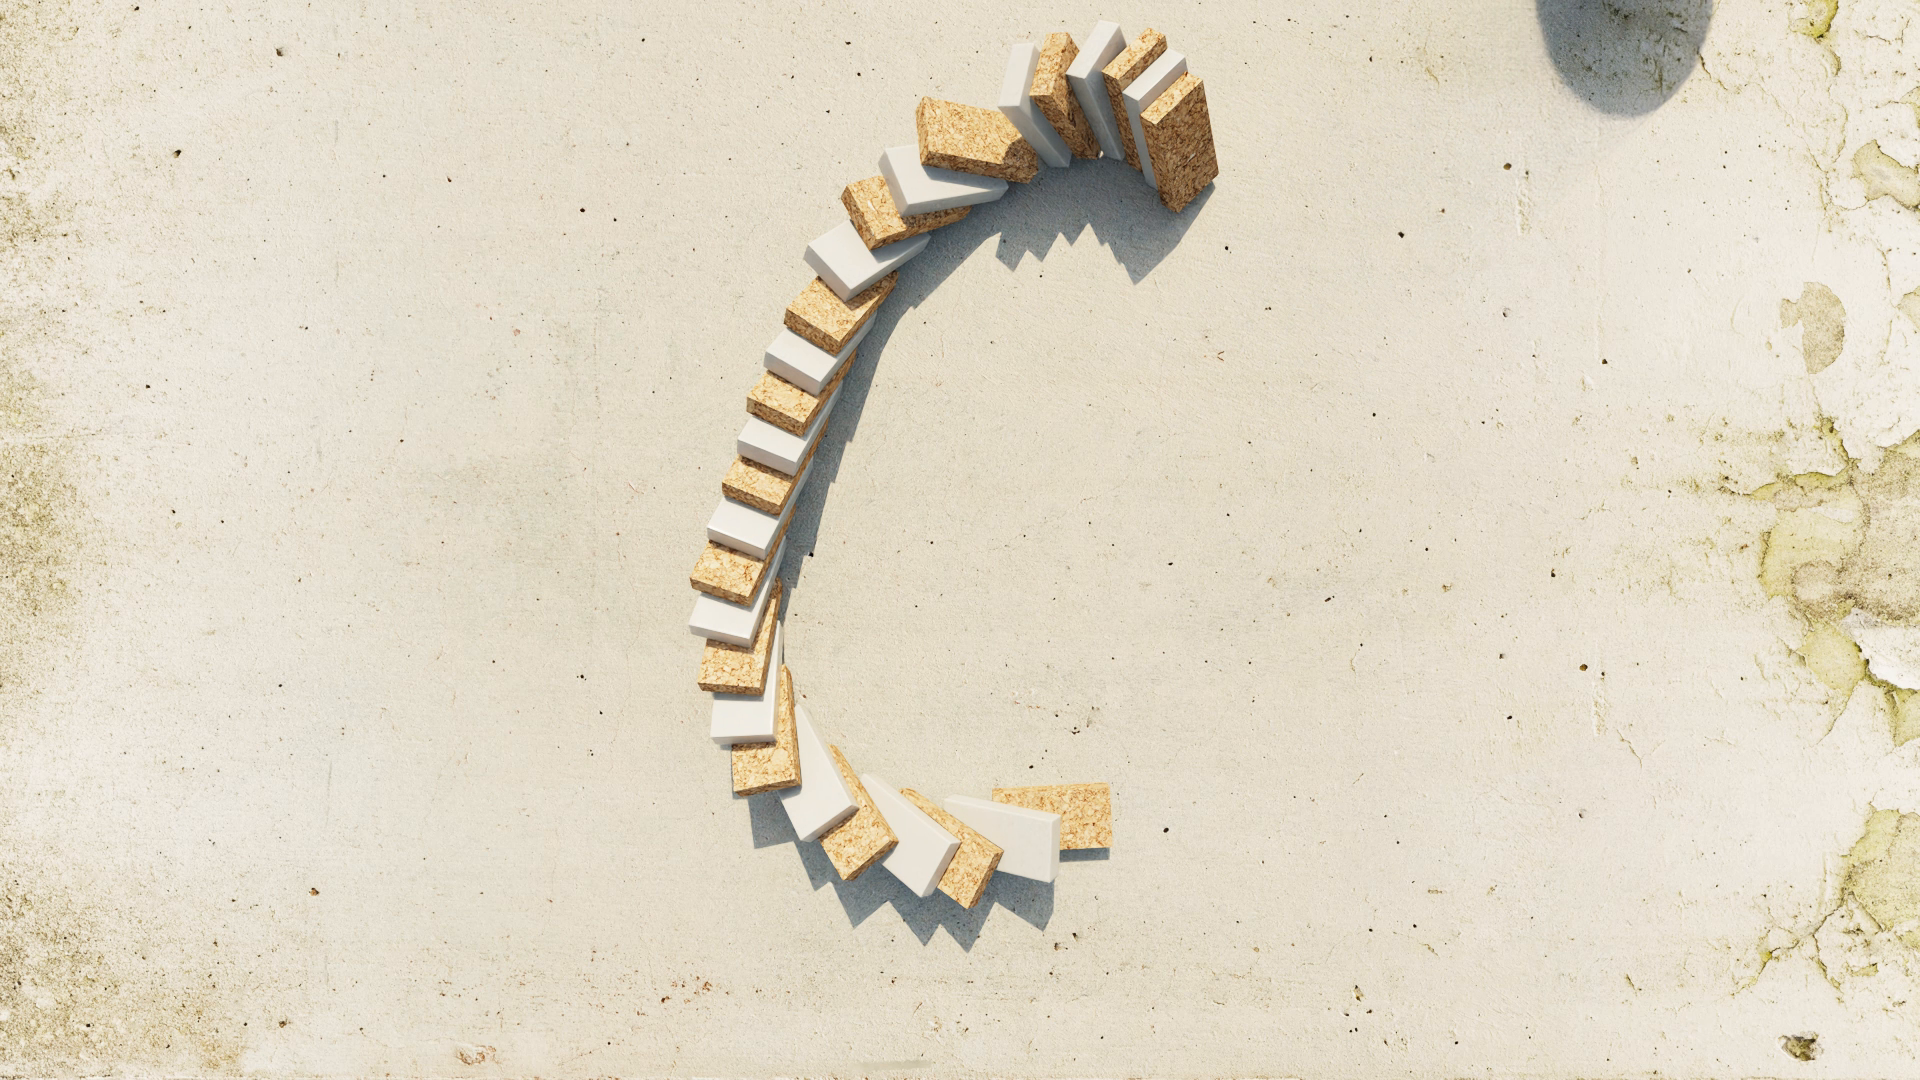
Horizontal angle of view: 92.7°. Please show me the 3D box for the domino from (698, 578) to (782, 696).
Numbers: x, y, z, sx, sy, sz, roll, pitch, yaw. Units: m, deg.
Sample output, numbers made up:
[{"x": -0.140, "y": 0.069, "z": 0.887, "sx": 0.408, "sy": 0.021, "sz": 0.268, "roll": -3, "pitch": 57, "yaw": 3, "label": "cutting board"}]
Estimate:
[{"x": -0.091, "y": 0.039, "z": 0.383, "sx": 0.025, "sy": 0.010, "sz": 0.050, "roll": 4, "pitch": 59, "yaw": 0, "label": "domino"}]

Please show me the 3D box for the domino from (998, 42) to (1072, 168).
[{"x": 0.034, "y": -0.177, "z": 0.376, "sx": 0.009, "sy": 0.050, "sz": 0.025, "roll": 14, "pitch": 90, "yaw": 30, "label": "domino"}]

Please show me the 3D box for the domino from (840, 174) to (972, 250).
[{"x": -0.022, "y": -0.141, "z": 0.384, "sx": 0.050, "sy": 0.009, "sz": 0.025, "roll": -29, "pitch": 90, "yaw": -28, "label": "domino"}]

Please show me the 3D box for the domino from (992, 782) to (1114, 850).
[{"x": 0.040, "y": 0.120, "z": 0.395, "sx": 0.050, "sy": 0.010, "sz": 0.025, "roll": -3, "pitch": 90, "yaw": 0, "label": "domino"}]

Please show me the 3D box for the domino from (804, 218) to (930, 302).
[{"x": -0.038, "y": -0.122, "z": 0.383, "sx": 0.025, "sy": 0.009, "sz": 0.050, "roll": 47, "pitch": 60, "yaw": 0, "label": "domino"}]

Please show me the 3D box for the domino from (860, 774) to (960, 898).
[{"x": -0.026, "y": 0.122, "z": 0.382, "sx": 0.050, "sy": 0.010, "sz": 0.025, "roll": 30, "pitch": 92, "yaw": 31, "label": "domino"}]

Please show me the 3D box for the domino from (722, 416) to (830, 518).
[{"x": -0.076, "y": -0.036, "z": 0.383, "sx": 0.025, "sy": 0.009, "sz": 0.050, "roll": 22, "pitch": 59, "yaw": 0, "label": "domino"}]

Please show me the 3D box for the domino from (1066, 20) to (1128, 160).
[{"x": 0.062, "y": -0.183, "z": 0.376, "sx": 0.010, "sy": 0.050, "sz": 0.025, "roll": 33, "pitch": 90, "yaw": 31, "label": "domino"}]

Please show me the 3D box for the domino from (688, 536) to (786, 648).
[{"x": -0.092, "y": 0.018, "z": 0.383, "sx": 0.025, "sy": 0.010, "sz": 0.050, "roll": 13, "pitch": 59, "yaw": 0, "label": "domino"}]

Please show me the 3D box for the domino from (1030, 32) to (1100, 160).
[{"x": 0.046, "y": -0.181, "z": 0.376, "sx": 0.010, "sy": 0.050, "sz": 0.025, "roll": 15, "pitch": 90, "yaw": 30, "label": "domino"}]

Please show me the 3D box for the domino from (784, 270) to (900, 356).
[{"x": -0.049, "y": -0.101, "z": 0.382, "sx": 0.025, "sy": 0.010, "sz": 0.050, "roll": 32, "pitch": 56, "yaw": 0, "label": "domino"}]

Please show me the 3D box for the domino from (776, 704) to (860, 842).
[{"x": -0.065, "y": 0.097, "z": 0.384, "sx": 0.025, "sy": 0.010, "sz": 0.050, "roll": -35, "pitch": 62, "yaw": 0, "label": "domino"}]

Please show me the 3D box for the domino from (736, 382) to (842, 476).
[{"x": -0.070, "y": -0.052, "z": 0.381, "sx": 0.025, "sy": 0.010, "sz": 0.050, "roll": 22, "pitch": 54, "yaw": 0, "label": "domino"}]

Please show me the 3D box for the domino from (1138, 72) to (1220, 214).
[{"x": 0.091, "y": -0.162, "z": 0.376, "sx": 0.025, "sy": 0.050, "sz": 0.010, "roll": -43, "pitch": 58, "yaw": 0, "label": "domino"}]

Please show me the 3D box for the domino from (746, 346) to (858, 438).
[{"x": -0.065, "y": -0.067, "z": 0.381, "sx": 0.025, "sy": 0.010, "sz": 0.050, "roll": 25, "pitch": 54, "yaw": 2, "label": "domino"}]

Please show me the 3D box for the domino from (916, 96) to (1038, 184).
[{"x": 0.007, "y": -0.167, "z": 0.383, "sx": 0.050, "sy": 0.009, "sz": 0.025, "roll": 0, "pitch": 77, "yaw": -25, "label": "domino"}]

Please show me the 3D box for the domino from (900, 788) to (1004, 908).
[{"x": -0.009, "y": 0.128, "z": 0.384, "sx": 0.050, "sy": 0.010, "sz": 0.025, "roll": 26, "pitch": 90, "yaw": 28, "label": "domino"}]

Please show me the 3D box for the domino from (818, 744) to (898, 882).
[{"x": -0.050, "y": 0.113, "z": 0.384, "sx": 0.025, "sy": 0.010, "sz": 0.050, "roll": -41, "pitch": 61, "yaw": 1, "label": "domino"}]

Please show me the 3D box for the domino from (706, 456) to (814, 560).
[{"x": -0.083, "y": -0.018, "z": 0.383, "sx": 0.025, "sy": 0.010, "sz": 0.050, "roll": 21, "pitch": 59, "yaw": 0, "label": "domino"}]

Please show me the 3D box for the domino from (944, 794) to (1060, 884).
[{"x": 0.017, "y": 0.124, "z": 0.384, "sx": 0.050, "sy": 0.009, "sz": 0.025, "roll": 3, "pitch": 91, "yaw": 29, "label": "domino"}]

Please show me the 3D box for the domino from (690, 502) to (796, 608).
[{"x": -0.090, "y": 0.001, "z": 0.382, "sx": 0.025, "sy": 0.010, "sz": 0.050, "roll": 18, "pitch": 58, "yaw": 3, "label": "domino"}]

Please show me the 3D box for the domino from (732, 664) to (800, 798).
[{"x": -0.082, "y": 0.079, "z": 0.383, "sx": 0.025, "sy": 0.010, "sz": 0.050, "roll": -12, "pitch": 60, "yaw": 0, "label": "domino"}]

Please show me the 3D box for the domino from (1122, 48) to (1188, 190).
[{"x": 0.084, "y": -0.171, "z": 0.376, "sx": 0.025, "sy": 0.050, "sz": 0.010, "roll": -43, "pitch": 58, "yaw": 0, "label": "domino"}]

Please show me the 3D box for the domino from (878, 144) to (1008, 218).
[{"x": -0.007, "y": -0.153, "z": 0.383, "sx": 0.050, "sy": 0.010, "sz": 0.025, "roll": -21, "pitch": 86, "yaw": -28, "label": "domino"}]

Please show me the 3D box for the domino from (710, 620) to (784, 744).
[{"x": -0.089, "y": 0.059, "z": 0.383, "sx": 0.025, "sy": 0.009, "sz": 0.050, "roll": -3, "pitch": 60, "yaw": 0, "label": "domino"}]

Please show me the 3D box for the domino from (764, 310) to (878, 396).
[{"x": -0.058, "y": -0.084, "z": 0.382, "sx": 0.025, "sy": 0.010, "sz": 0.050, "roll": 30, "pitch": 55, "yaw": 0, "label": "domino"}]

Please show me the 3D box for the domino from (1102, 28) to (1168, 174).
[{"x": 0.076, "y": -0.179, "z": 0.376, "sx": 0.025, "sy": 0.050, "sz": 0.009, "roll": -43, "pitch": 58, "yaw": 0, "label": "domino"}]
